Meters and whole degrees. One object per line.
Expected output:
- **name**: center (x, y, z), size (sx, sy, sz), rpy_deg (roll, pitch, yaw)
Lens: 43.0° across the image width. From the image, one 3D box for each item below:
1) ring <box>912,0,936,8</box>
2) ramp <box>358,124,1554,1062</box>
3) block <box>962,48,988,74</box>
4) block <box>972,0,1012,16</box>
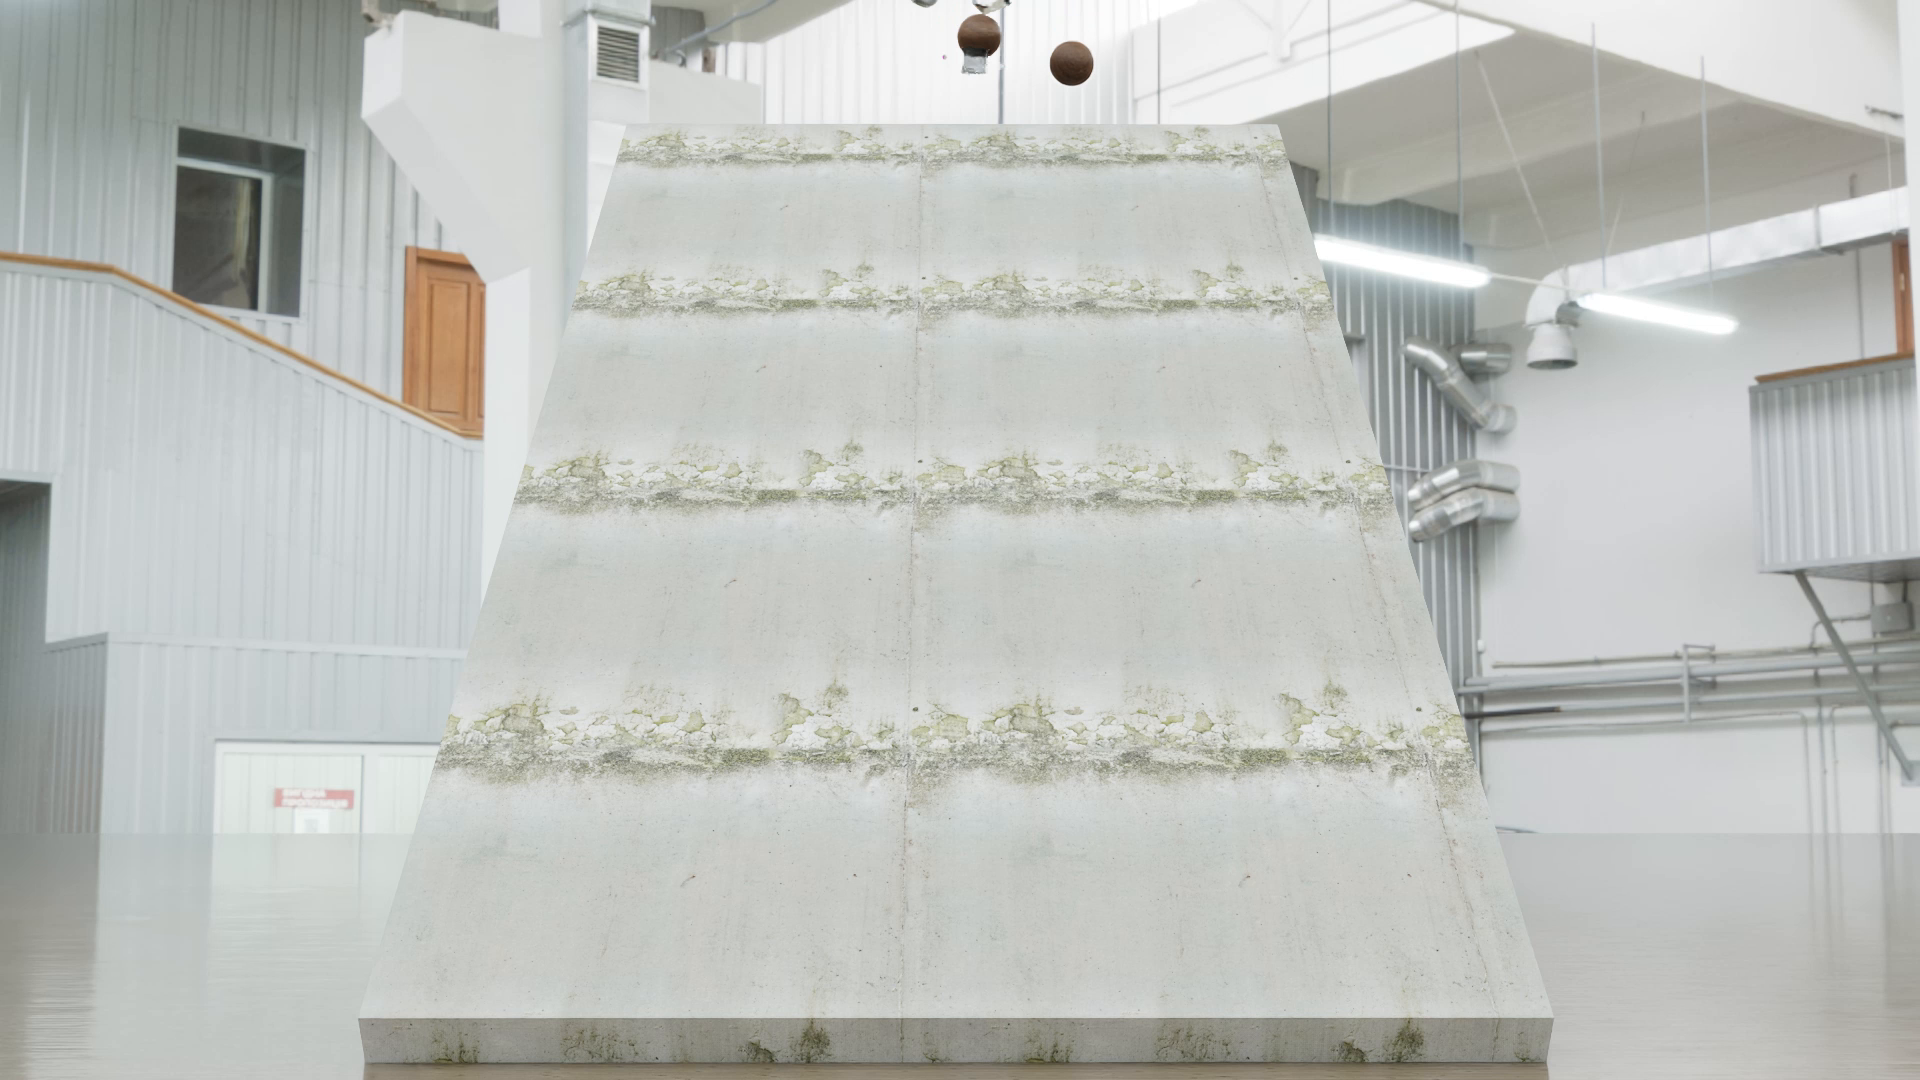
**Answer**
- **ring**: center (-0.109, -1.622, 7.189), size (0.105, 0.105, 0.035), rpy_deg (-6, 28, 39)
- **ramp**: center (-0.014, -0.198, 5.806), size (2.000, 0.100, 4.000), rpy_deg (0, 31, 0)
- **block**: center (0.044, -1.377, 7.001), size (0.064, 0.064, 0.064), rpy_deg (5, 4, 3)
- **block**: center (0.086, -1.600, 7.094), size (0.091, 0.091, 0.091), rpy_deg (-18, -14, 20)
